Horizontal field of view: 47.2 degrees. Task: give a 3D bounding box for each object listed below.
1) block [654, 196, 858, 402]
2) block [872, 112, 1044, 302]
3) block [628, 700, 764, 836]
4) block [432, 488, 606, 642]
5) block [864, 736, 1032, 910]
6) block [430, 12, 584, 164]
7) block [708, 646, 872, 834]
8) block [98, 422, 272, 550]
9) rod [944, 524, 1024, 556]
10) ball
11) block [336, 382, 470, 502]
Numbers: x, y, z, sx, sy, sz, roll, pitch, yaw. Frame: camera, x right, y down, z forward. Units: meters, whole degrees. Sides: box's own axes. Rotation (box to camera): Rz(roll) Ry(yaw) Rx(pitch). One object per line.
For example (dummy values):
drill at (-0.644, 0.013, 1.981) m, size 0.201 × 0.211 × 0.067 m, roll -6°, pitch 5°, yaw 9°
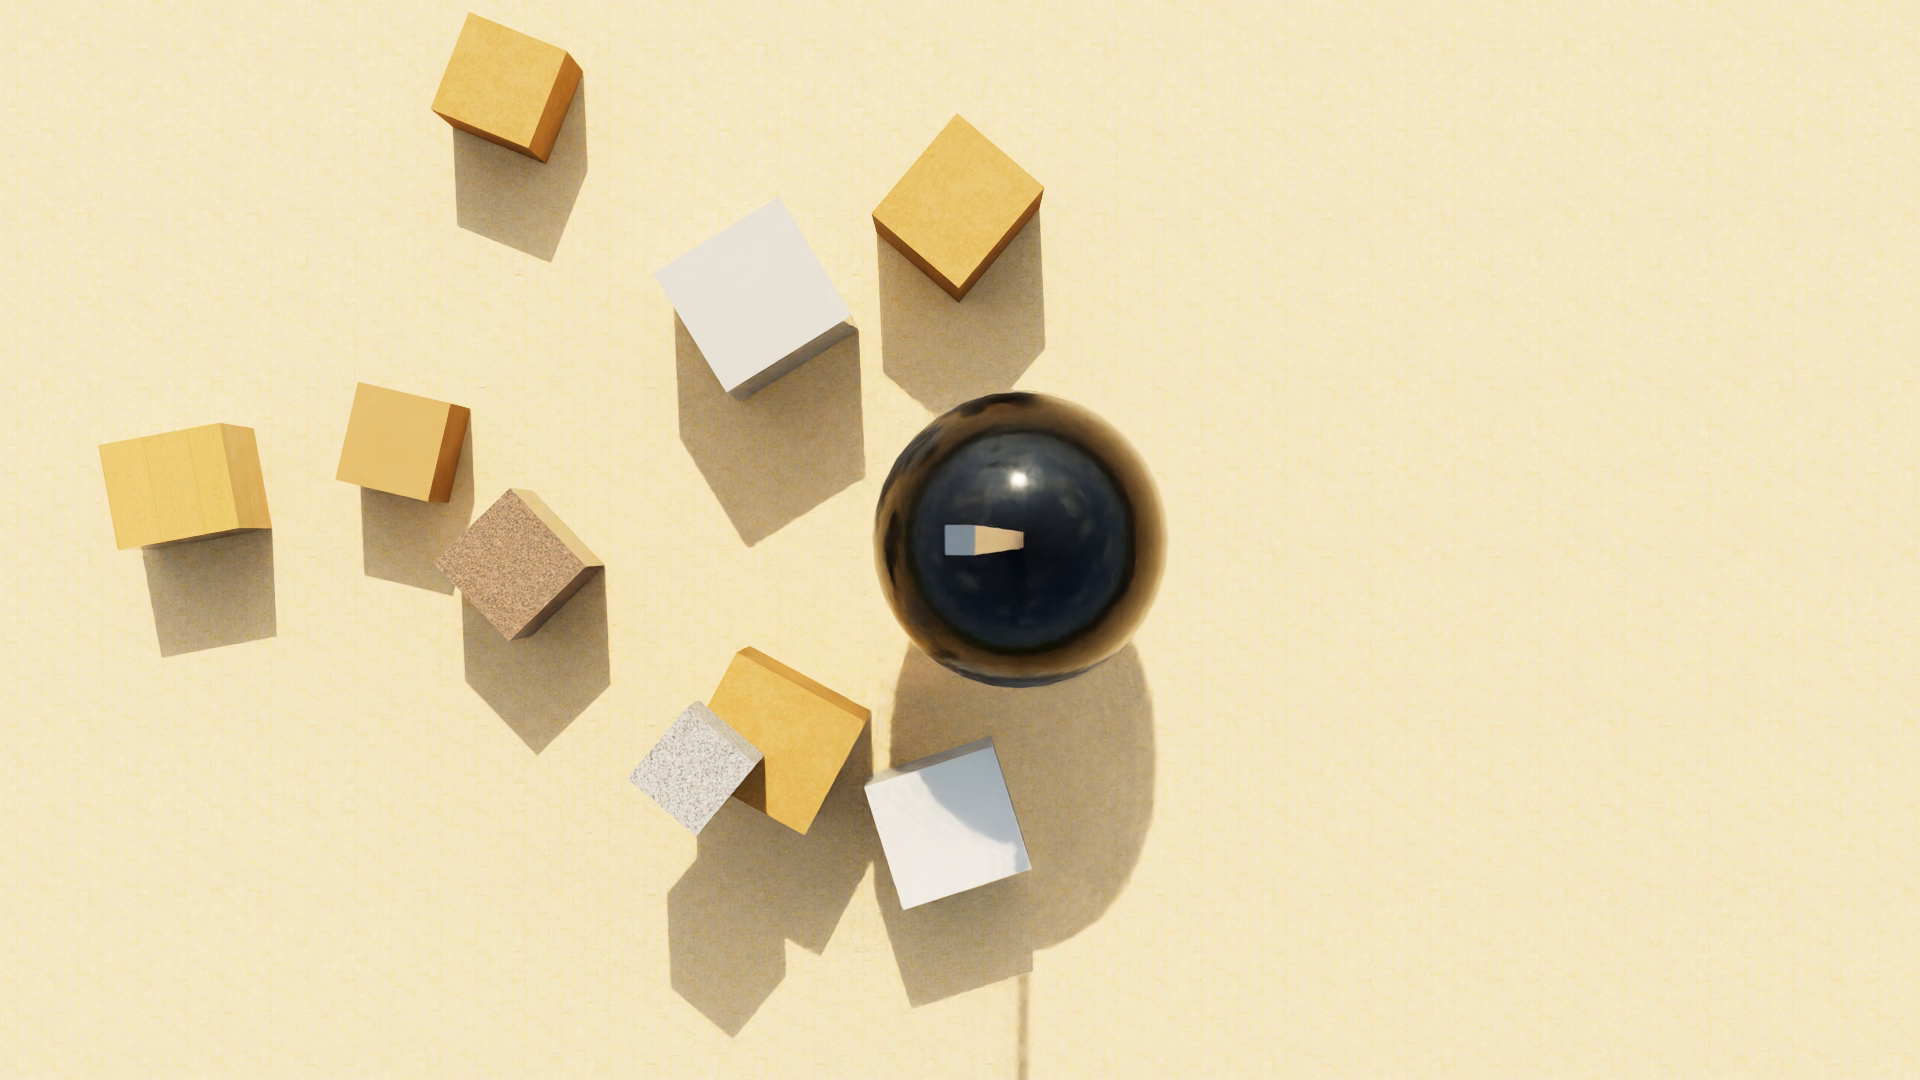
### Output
block at (-1.148, -1.361, 12.592) m, size 0.818 × 0.817 × 0.773 m, roll -32°, pitch 90°, yaw 0°
block at (-0.011, -1.889, 12.613) m, size 0.640 × 0.773 × 0.737 m, roll 40°, pitch 90°, yaw 0°
block at (-1.430, 1.233, 11.970) m, size 0.479 × 0.517 × 0.499 m, roll 40°, pitch 90°, yaw 0°
block at (-2.528, 0.138, 12.668) m, size 0.604 × 0.663 × 0.614 m, roll -44°, pitch 90°, yaw 0°
block at (-0.067, 1.617, 12.673) m, size 0.758 × 0.655 × 0.722 m, roll -18°, pitch 90°, yaw 0°
block at (-2.612, -2.606, 12.726) m, size 0.598 × 0.548 × 0.592 m, roll 22°, pitch 90°, yaw 0°
block at (-1.053, 1.133, 12.614) m, size 0.817 × 0.771 × 0.716 m, roll 28°, pitch 90°, yaw 0°
block at (-4.463, -0.302, 12.701) m, size 0.697 × 0.599 × 0.603 m, roll -10°, pitch 90°, yaw 0°
rod at (0.141, 0.000, 8.430) m, size 0.080 × 5.200 × 0.080 m, roll 0°, pitch 90°, yaw 3°
ball at (0.324, 0.000, 11.825) m, size 1.600 × 1.600 × 1.600 m, roll 0°, pitch 90°, yaw 0°
block at (-3.220, -0.559, 12.742) m, size 0.540 × 0.516 × 0.573 m, roll 13°, pitch 90°, yaw 0°
